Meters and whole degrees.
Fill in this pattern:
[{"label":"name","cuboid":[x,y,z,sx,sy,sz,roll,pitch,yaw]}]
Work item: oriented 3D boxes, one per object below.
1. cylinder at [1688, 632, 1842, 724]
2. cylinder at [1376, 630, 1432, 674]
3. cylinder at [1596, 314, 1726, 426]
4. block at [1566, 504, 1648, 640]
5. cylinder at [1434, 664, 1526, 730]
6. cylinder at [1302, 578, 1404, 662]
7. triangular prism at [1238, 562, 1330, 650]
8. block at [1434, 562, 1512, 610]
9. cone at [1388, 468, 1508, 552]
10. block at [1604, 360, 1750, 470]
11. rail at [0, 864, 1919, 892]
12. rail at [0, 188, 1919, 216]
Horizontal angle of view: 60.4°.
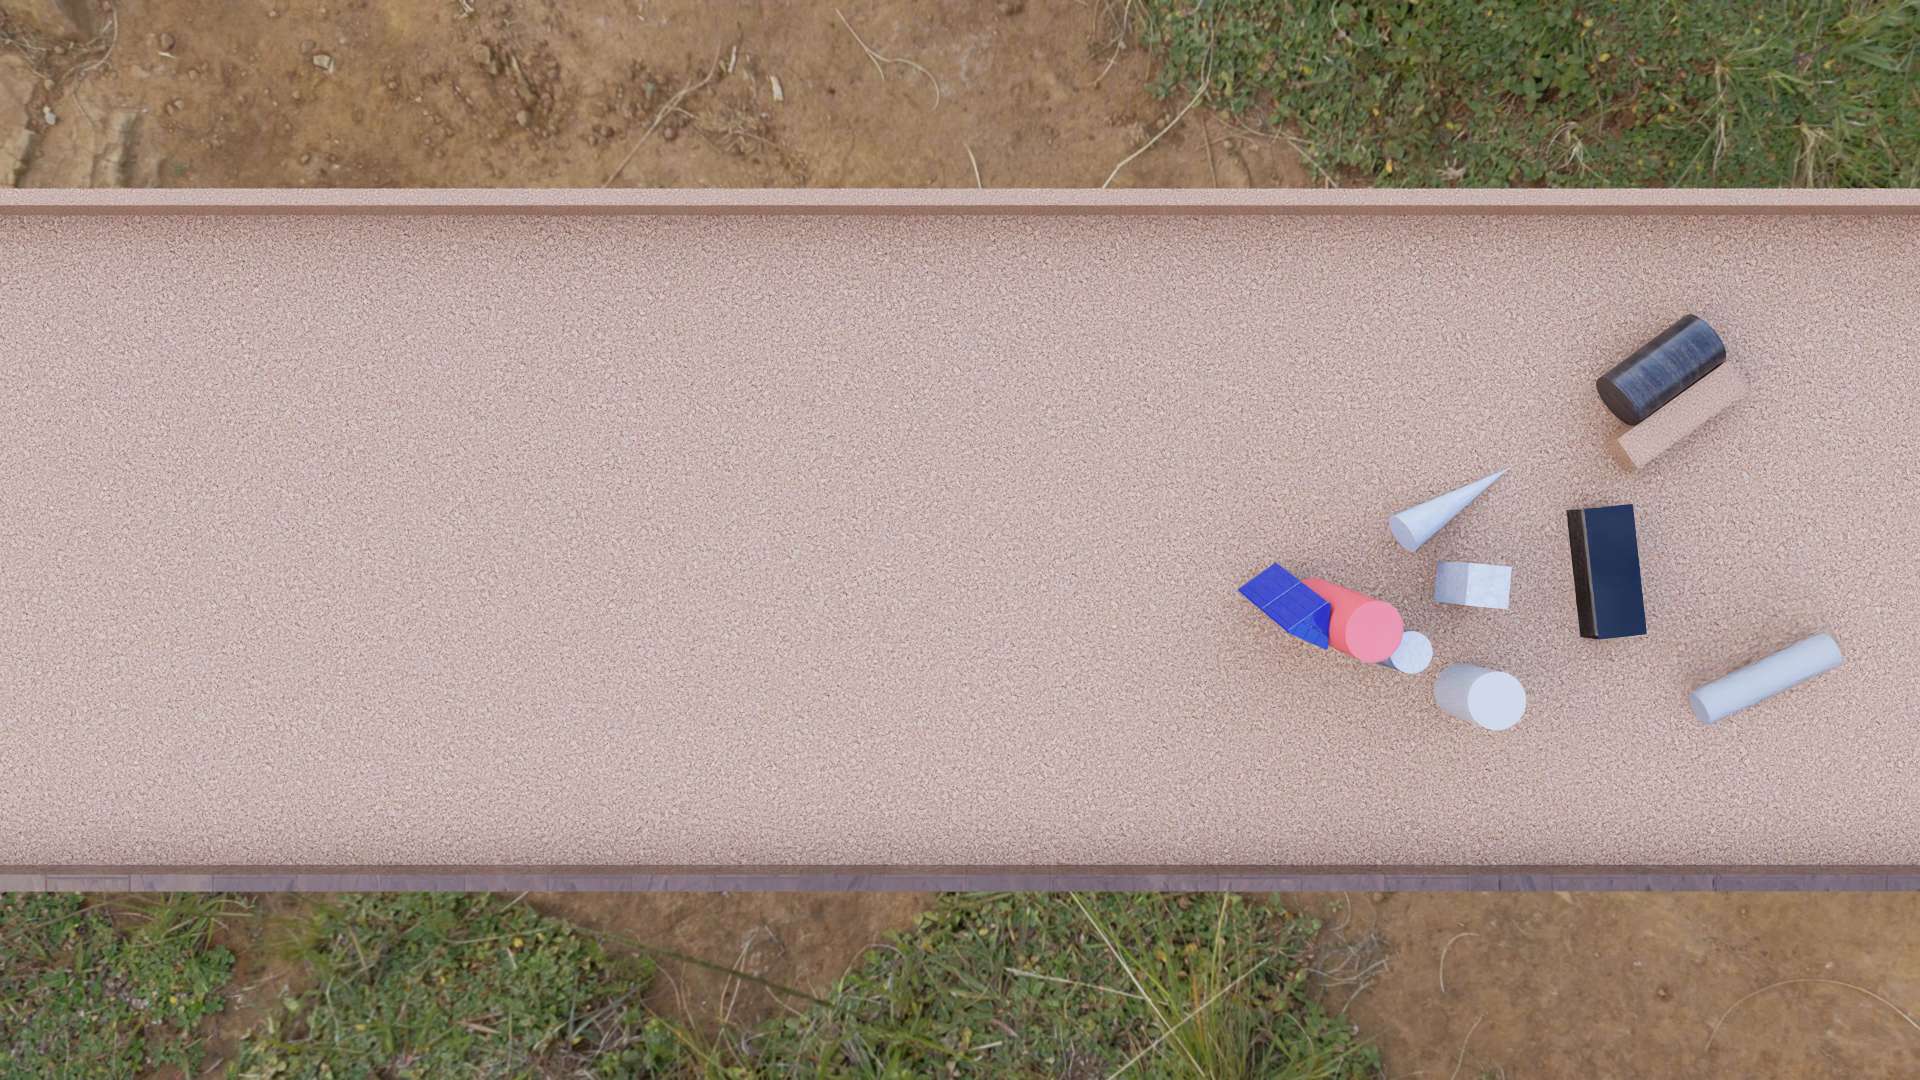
[{"label":"cylinder","cuboid":[2.450,0.420,5.023,0.439,0.107,0.107,-25,90,0]},{"label":"cylinder","cuboid":[1.289,0.320,4.896,0.122,0.359,0.122,0,91,-1]},{"label":"cylinder","cuboid":[2.118,-0.514,4.988,0.328,0.178,0.178,-36,90,0]},{"label":"block","cuboid":[1.960,0.095,5.003,0.146,0.146,0.392,-6,90,0]},{"label":"cylinder","cuboid":[1.543,0.462,4.908,0.169,0.337,0.169,0,90,0]},{"label":"cylinder","cuboid":[1.124,0.232,4.854,0.179,0.414,0.179,-2,98,-12]},{"label":"triangular prism","cuboid":[0.981,0.179,4.879,0.144,0.351,0.125,24,101,-21]},{"label":"block","cuboid":[1.525,0.133,4.917,0.123,0.319,0.123,6,90,0]},{"label":"cone","cuboid":[1.519,-0.121,5.045,0.410,0.129,0.129,-30,90,-9]},{"label":"block","cuboid":[2.178,-0.378,5.021,0.412,0.110,0.110,-36,90,0]},{"label":"rail","cuboid":[-2.247,1.025,5.001,12.000,0.150,0.050,0,90,0]},{"label":"rail","cuboid":[-2.247,-1.025,5.002,12.000,0.150,0.050,0,90,0]}]
